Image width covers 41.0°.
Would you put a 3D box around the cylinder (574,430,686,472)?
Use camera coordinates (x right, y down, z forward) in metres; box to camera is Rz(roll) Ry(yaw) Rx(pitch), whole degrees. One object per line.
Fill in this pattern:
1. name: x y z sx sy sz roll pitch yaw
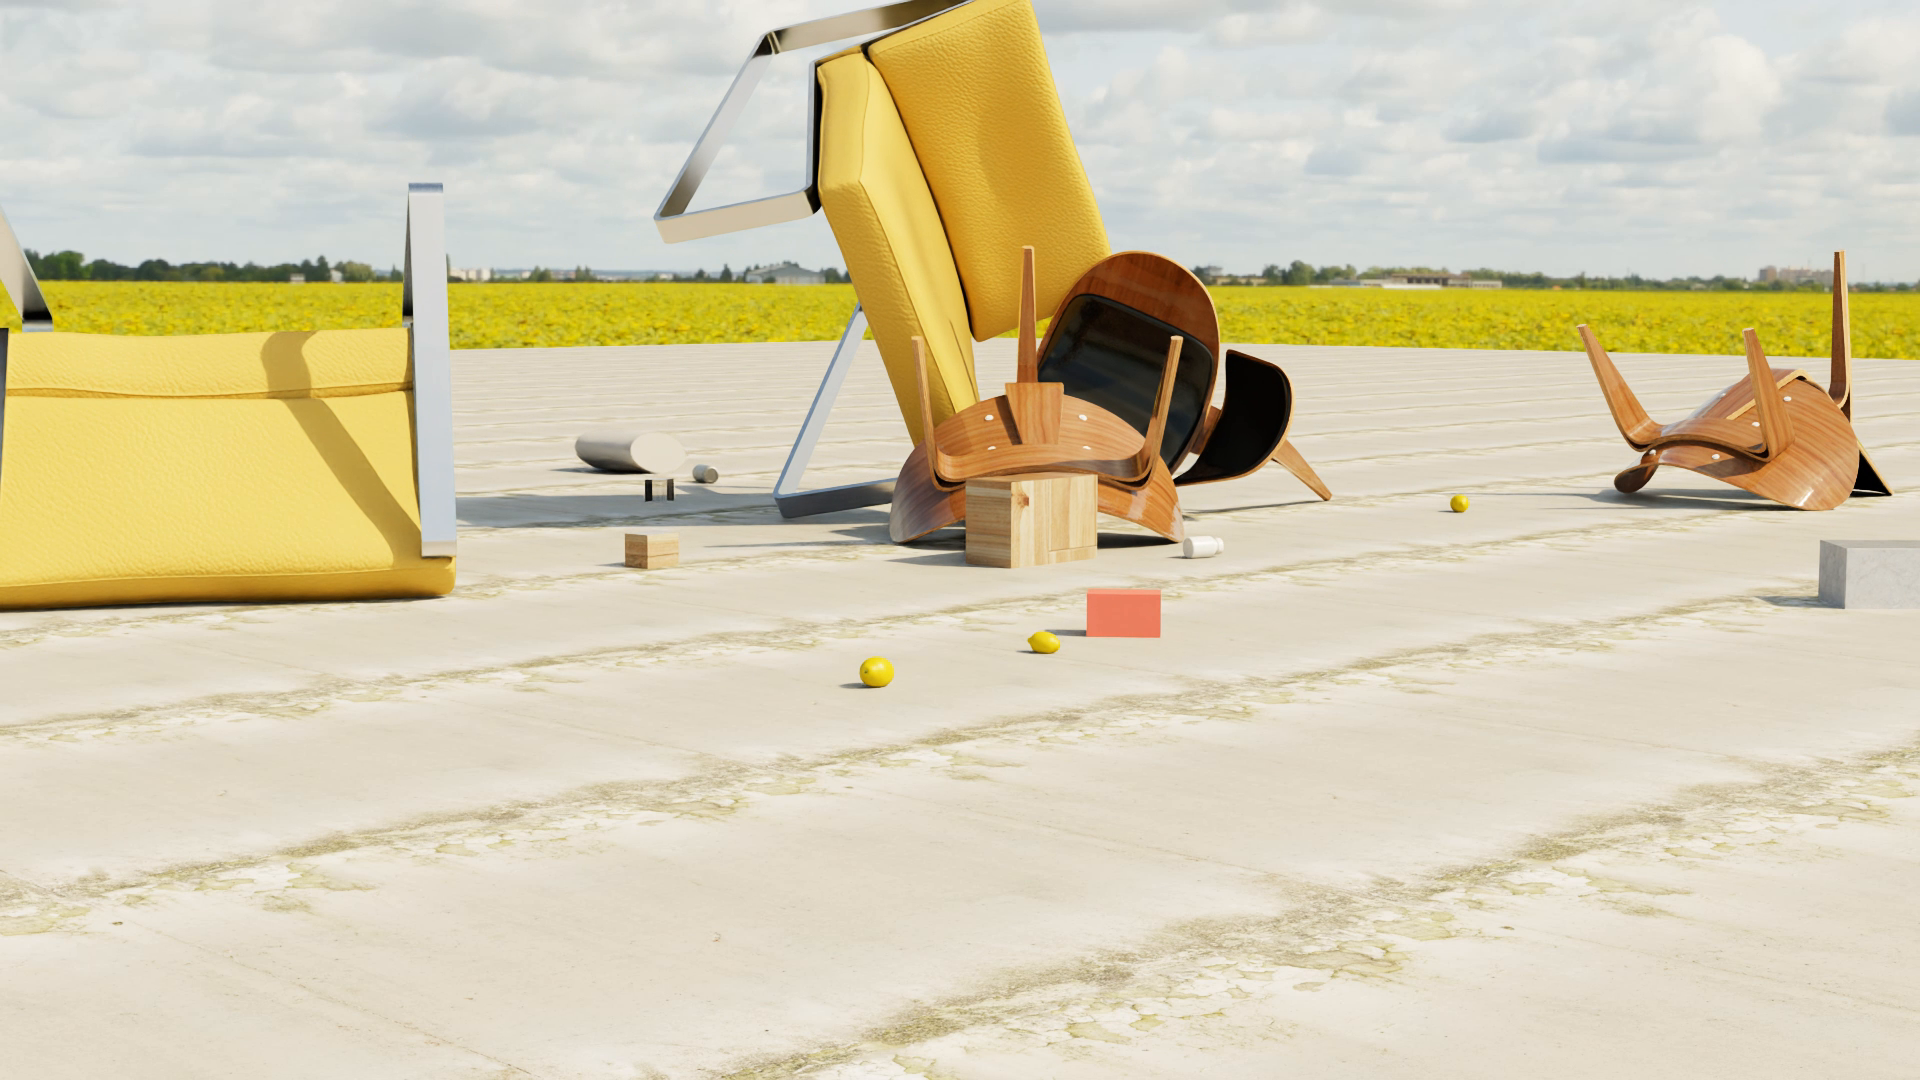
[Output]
1. cylinder: -1.113 -0.300 8.662 0.279 0.131 0.250 5 -2 41

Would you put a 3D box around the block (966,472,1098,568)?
1. block: 0.167 -0.048 5.929 0.141 0.195 0.298 6 8 43

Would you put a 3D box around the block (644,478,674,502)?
1. block: -0.880 -0.146 7.508 0.058 0.066 0.068 3 6 25

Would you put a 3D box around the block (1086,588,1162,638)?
1. block: 0.302 0.134 4.720 0.134 0.079 0.077 1 6 5

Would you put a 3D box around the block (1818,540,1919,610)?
1. block: 1.851 0.069 5.157 0.195 0.121 0.170 0 6 1

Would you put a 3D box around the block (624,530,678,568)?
1. block: -0.701 0.021 5.836 0.074 0.076 0.097 5 8 39
